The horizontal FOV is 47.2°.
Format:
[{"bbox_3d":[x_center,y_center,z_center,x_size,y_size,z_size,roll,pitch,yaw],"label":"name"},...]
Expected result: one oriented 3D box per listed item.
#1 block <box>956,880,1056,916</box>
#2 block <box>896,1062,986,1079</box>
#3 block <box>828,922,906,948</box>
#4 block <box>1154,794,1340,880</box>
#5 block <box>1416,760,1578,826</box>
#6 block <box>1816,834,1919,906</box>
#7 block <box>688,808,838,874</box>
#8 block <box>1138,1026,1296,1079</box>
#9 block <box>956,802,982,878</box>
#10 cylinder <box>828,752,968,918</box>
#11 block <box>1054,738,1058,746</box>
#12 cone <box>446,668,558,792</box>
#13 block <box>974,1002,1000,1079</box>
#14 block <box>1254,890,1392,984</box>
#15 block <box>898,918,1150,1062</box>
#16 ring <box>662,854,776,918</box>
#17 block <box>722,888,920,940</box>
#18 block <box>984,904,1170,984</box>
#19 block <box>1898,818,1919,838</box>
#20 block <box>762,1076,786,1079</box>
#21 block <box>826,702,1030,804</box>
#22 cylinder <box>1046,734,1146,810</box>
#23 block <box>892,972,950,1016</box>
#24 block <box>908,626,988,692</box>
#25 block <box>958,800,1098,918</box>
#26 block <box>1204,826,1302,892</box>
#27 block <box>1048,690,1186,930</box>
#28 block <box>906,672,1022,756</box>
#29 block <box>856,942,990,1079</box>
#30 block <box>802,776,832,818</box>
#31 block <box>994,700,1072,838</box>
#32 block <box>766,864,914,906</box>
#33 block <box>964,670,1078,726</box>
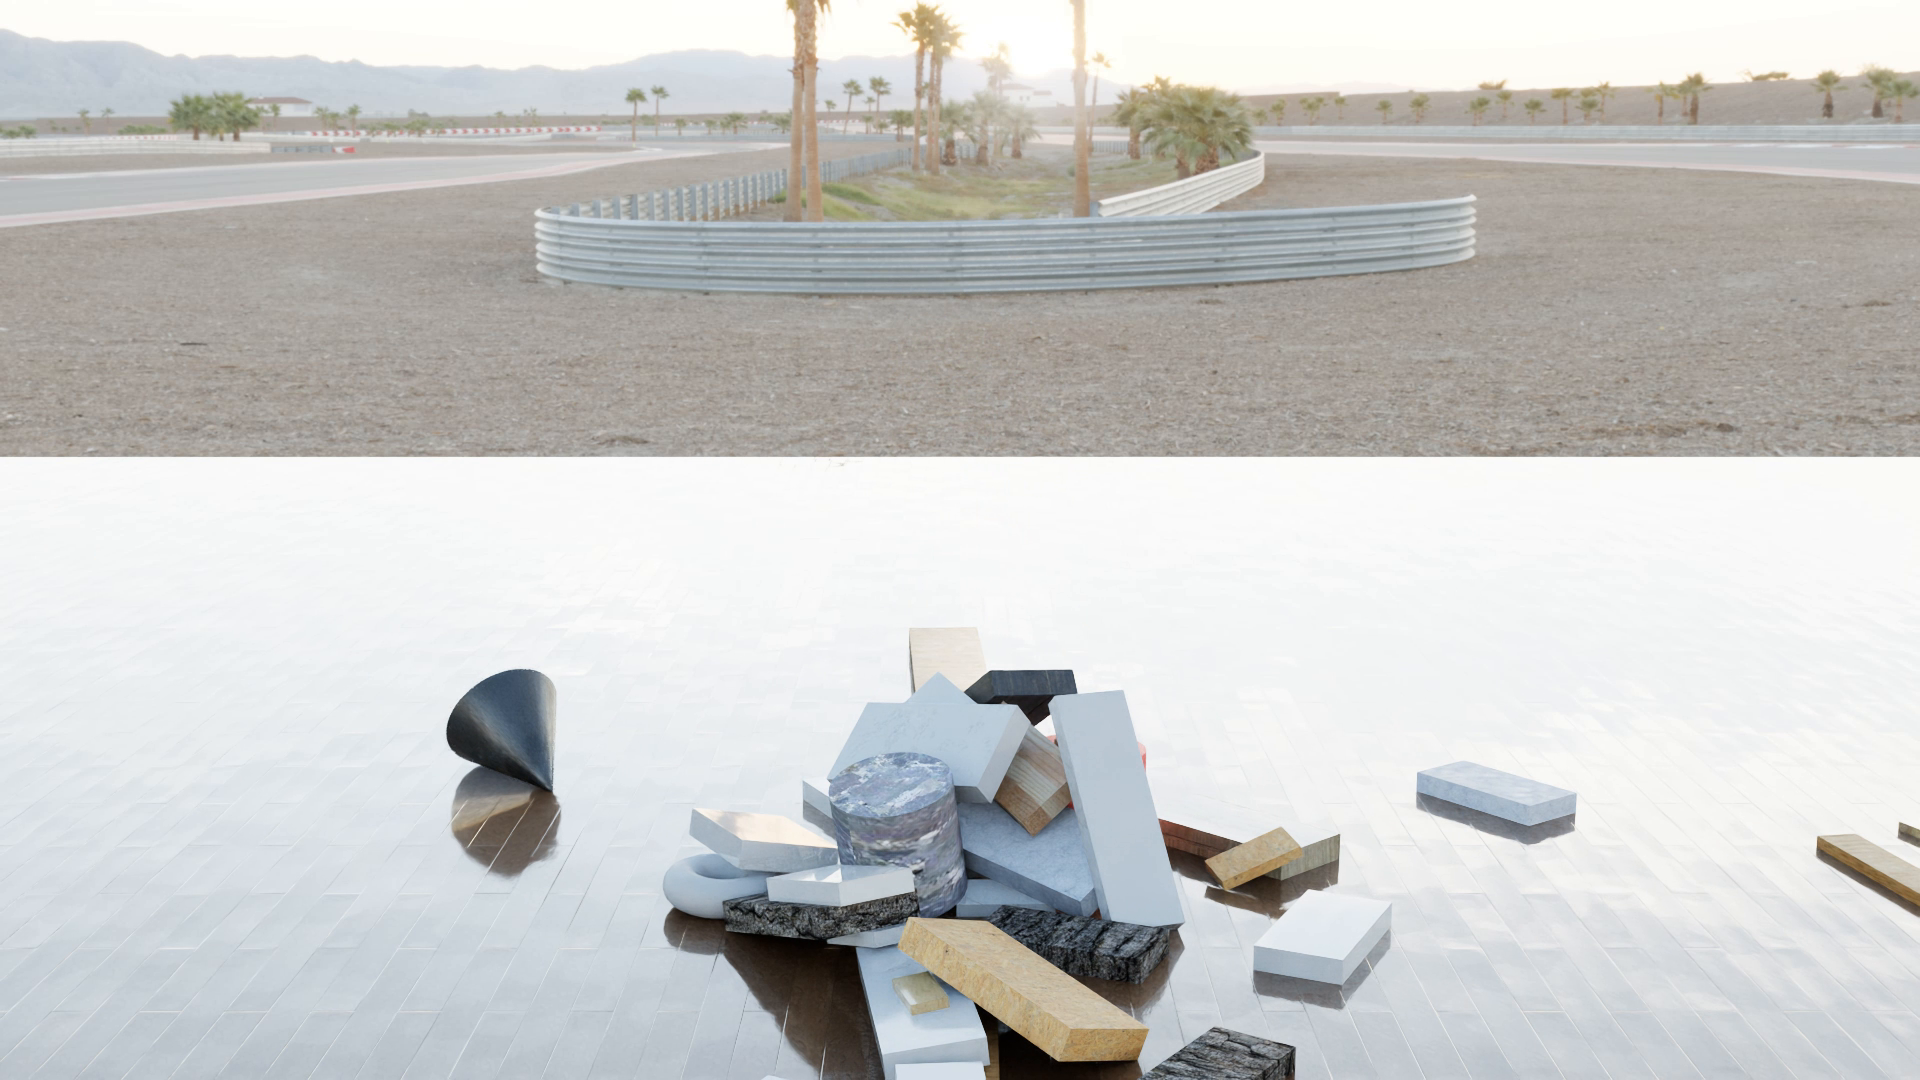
[{"bbox_3d":[0.073,0.585,3.596,0.160,0.023,0.080,0,21,-2],"label":"block"},{"bbox_3d":[-0.018,0.714,2.742,0.112,0.032,0.225,-1,11,-5],"label":"block"},{"bbox_3d":[-0.130,0.592,3.312,0.080,0.023,0.160,-7,-3,-30],"label":"block"},{"bbox_3d":[0.492,0.523,3.901,0.163,0.046,0.327,-10,14,-43],"label":"block"},{"bbox_3d":[1.015,0.478,4.169,0.135,0.038,0.271,-8,13,-36],"label":"block"},{"bbox_3d":[1.591,0.569,3.725,0.074,0.021,0.387,-2,11,-10],"label":"block"},{"bbox_3d":[-0.338,0.513,3.748,0.167,0.047,0.335,8,-1,-21],"label":"block"},{"bbox_3d":[0.333,0.714,2.908,0.123,0.035,0.247,7,13,34],"label":"block"},{"bbox_3d":[-0.038,0.465,3.797,0.135,0.038,0.271,-4,46,-5],"label":"block"},{"bbox_3d":[-0.099,0.483,3.569,0.202,0.202,0.202,-6,24,3],"label":"cylinder"},{"bbox_3d":[0.220,0.361,3.711,0.074,0.021,0.148,-4,11,-19],"label":"block"},{"bbox_3d":[-0.847,0.418,4.306,0.237,0.237,0.237,-8,40,-36],"label":"cone"},{"bbox_3d":[-0.006,0.775,2.586,0.113,0.032,1.233,0,11,0],"label":"block"},{"bbox_3d":[0.567,0.615,3.424,0.139,0.039,0.277,5,12,25],"label":"block"},{"bbox_3d":[0.085,0.623,3.063,0.167,0.047,0.335,13,9,-46],"label":"block"},{"bbox_3d":[-0.392,0.568,3.613,0.191,0.064,0.191,4,11,-1],"label":"ring"},{"bbox_3d":[-0.219,0.572,3.401,0.167,0.047,0.335,-7,-3,-32],"label":"block"},{"bbox_3d":[0.169,0.622,3.390,0.277,0.039,0.139,4,11,23],"label":"block"},{"bbox_3d":[1.756,0.528,3.958,0.059,0.017,0.117,-4,11,-20],"label":"block"},{"bbox_3d":[-0.220,0.729,2.881,0.107,0.015,0.054,6,12,27],"label":"block"},{"bbox_3d":[-0.056,0.357,3.725,0.335,0.047,0.167,-2,47,40],"label":"block"},{"bbox_3d":[0.217,0.460,3.801,0.207,0.207,0.207,0,11,0],"label":"cylinder"},{"bbox_3d":[-0.055,0.626,3.039,0.054,0.015,0.107,-10,11,-14],"label":"block"},{"bbox_3d":[-0.012,0.359,4.780,0.167,0.047,1.324,0,11,-3],"label":"block"},{"bbox_3d":[0.125,0.506,3.638,0.327,0.046,0.163,19,46,38],"label":"block"},{"bbox_3d":[0.497,0.539,3.720,0.148,0.021,0.074,-22,26,-10],"label":"block"},{"bbox_3d":[0.251,0.438,3.554,0.123,0.404,0.035,-4,-26,-20],"label":"block"},{"bbox_3d":[-0.015,0.336,3.791,0.135,0.038,0.269,-42,35,-8],"label":"block"},{"bbox_3d":[-0.058,0.647,3.077,0.139,0.039,0.404,-8,10,-6],"label":"block"},{"bbox_3d":[-0.179,0.491,4.099,0.135,0.038,0.269,-5,12,-27],"label":"block"},{"bbox_3d":[0.097,0.382,3.705,0.135,0.038,0.269,-42,34,-8],"label":"block"},{"bbox_3d":[-0.184,0.523,3.336,0.123,0.035,0.247,-7,-3,-31],"label":"block"},{"bbox_3d":[0.056,0.317,3.962,0.167,0.047,0.335,1,-25,-28],"label":"block"}]
